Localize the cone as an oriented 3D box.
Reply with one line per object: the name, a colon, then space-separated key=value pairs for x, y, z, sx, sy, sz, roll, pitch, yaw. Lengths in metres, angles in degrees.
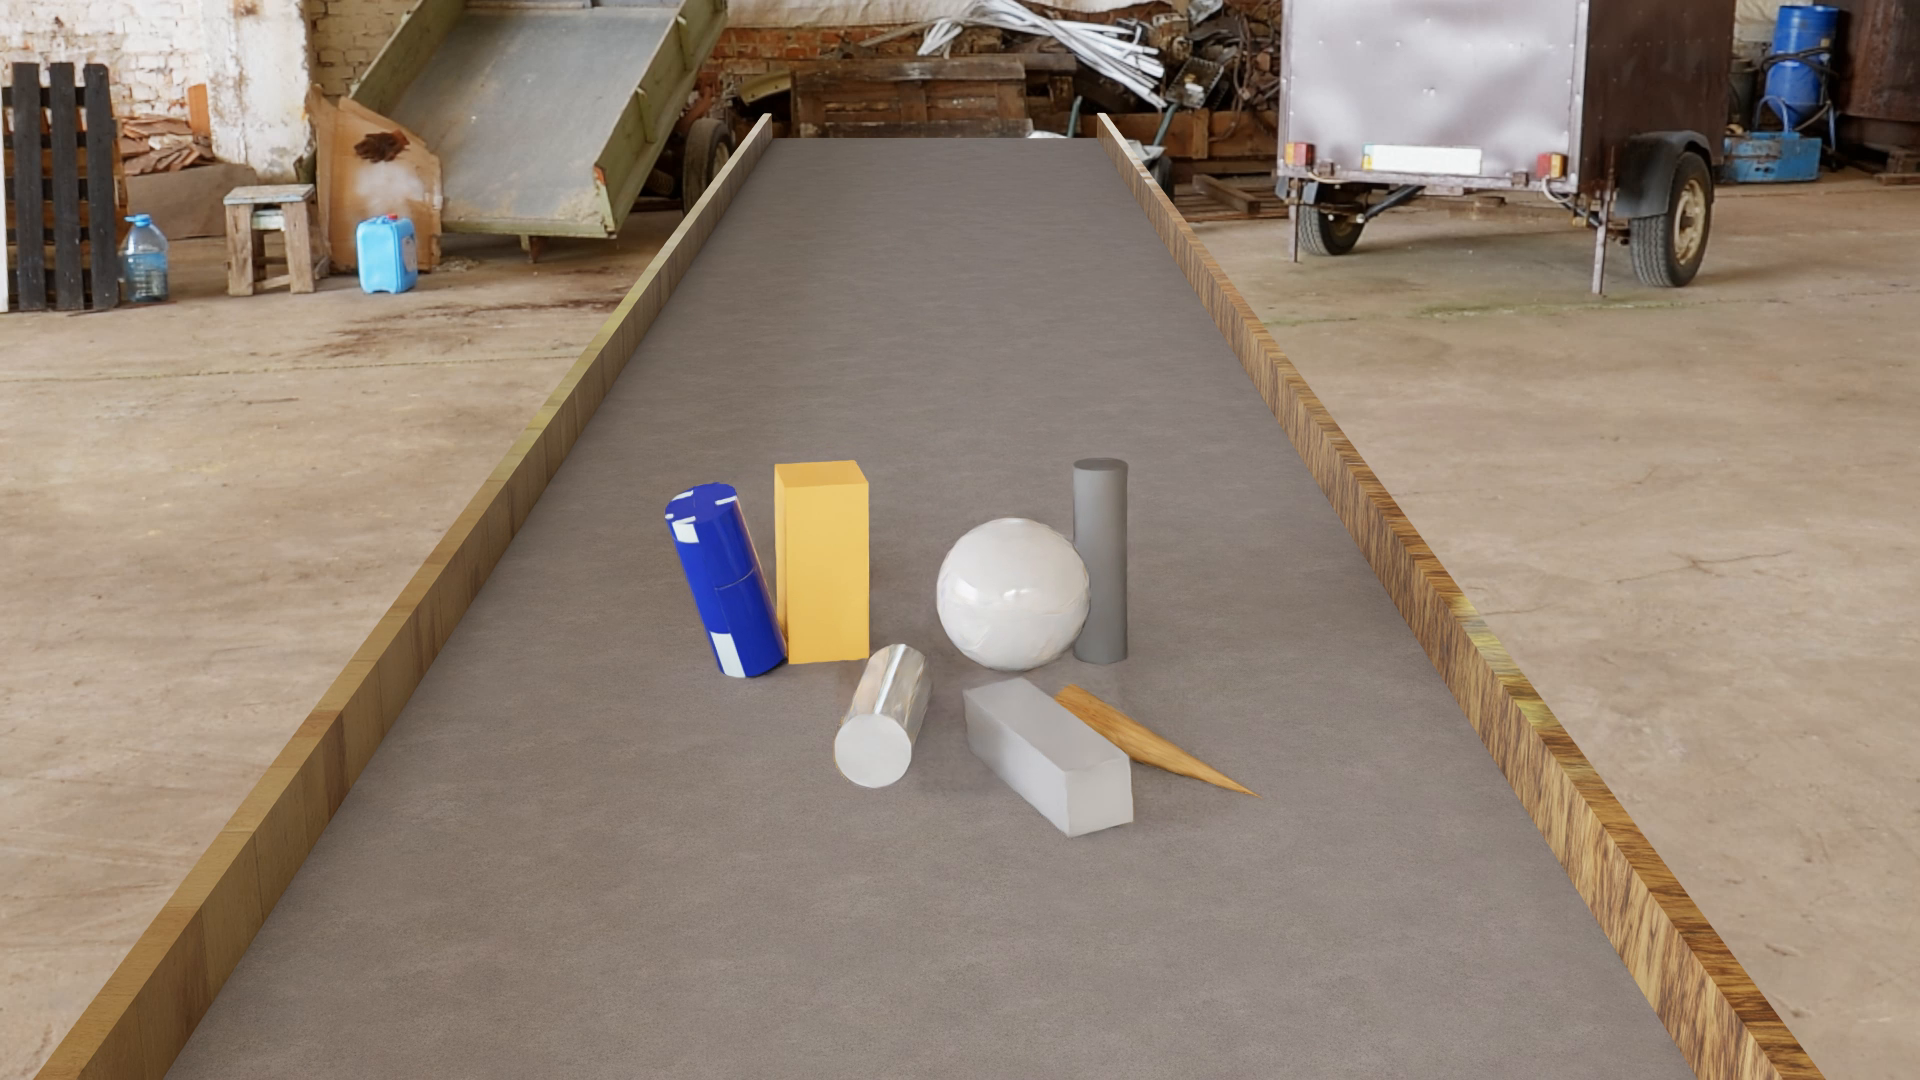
cone: x=0.356 y=0.376 z=3.872 sx=0.440 sy=0.101 sz=0.101 roll=22 pitch=26 yaw=37

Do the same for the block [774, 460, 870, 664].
block: x=-0.278 y=0.043 z=4.427 sx=0.164 sy=0.368 sz=0.164 roll=-4 pitch=19 yaw=-12

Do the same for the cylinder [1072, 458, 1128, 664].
cylinder: x=0.280 y=0.041 z=4.388 sx=0.109 sy=0.397 sz=0.109 roll=-1 pitch=16 yaw=0

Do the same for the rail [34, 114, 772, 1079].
rail: x=-1.118 y=-0.838 z=7.780 sx=0.050 sy=0.150 sz=12.000 roll=0 pitch=17 yaw=-1

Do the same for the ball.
ball: x=0.096 y=0.099 z=3.973 sx=0.279 sy=0.279 sz=0.279 roll=0 pitch=17 yaw=0

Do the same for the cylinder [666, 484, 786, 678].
cylinder: x=-0.452 y=0.080 z=4.269 sx=0.141 sy=0.366 sz=0.141 roll=-11 pitch=33 yaw=7

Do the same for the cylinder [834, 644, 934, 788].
cylinder: x=-0.131 y=0.308 z=3.926 sx=0.132 sy=0.132 sz=0.409 roll=1 pitch=14 yaw=5

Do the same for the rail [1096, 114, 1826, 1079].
rail: x=0.932 y=-0.844 z=7.801 sx=0.050 sy=0.150 sz=12.000 roll=0 pitch=17 yaw=-1

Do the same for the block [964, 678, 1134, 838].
block: x=0.146 y=0.365 z=3.763 sx=0.116 sy=0.116 sz=0.428 roll=-12 pitch=18 yaw=-20
